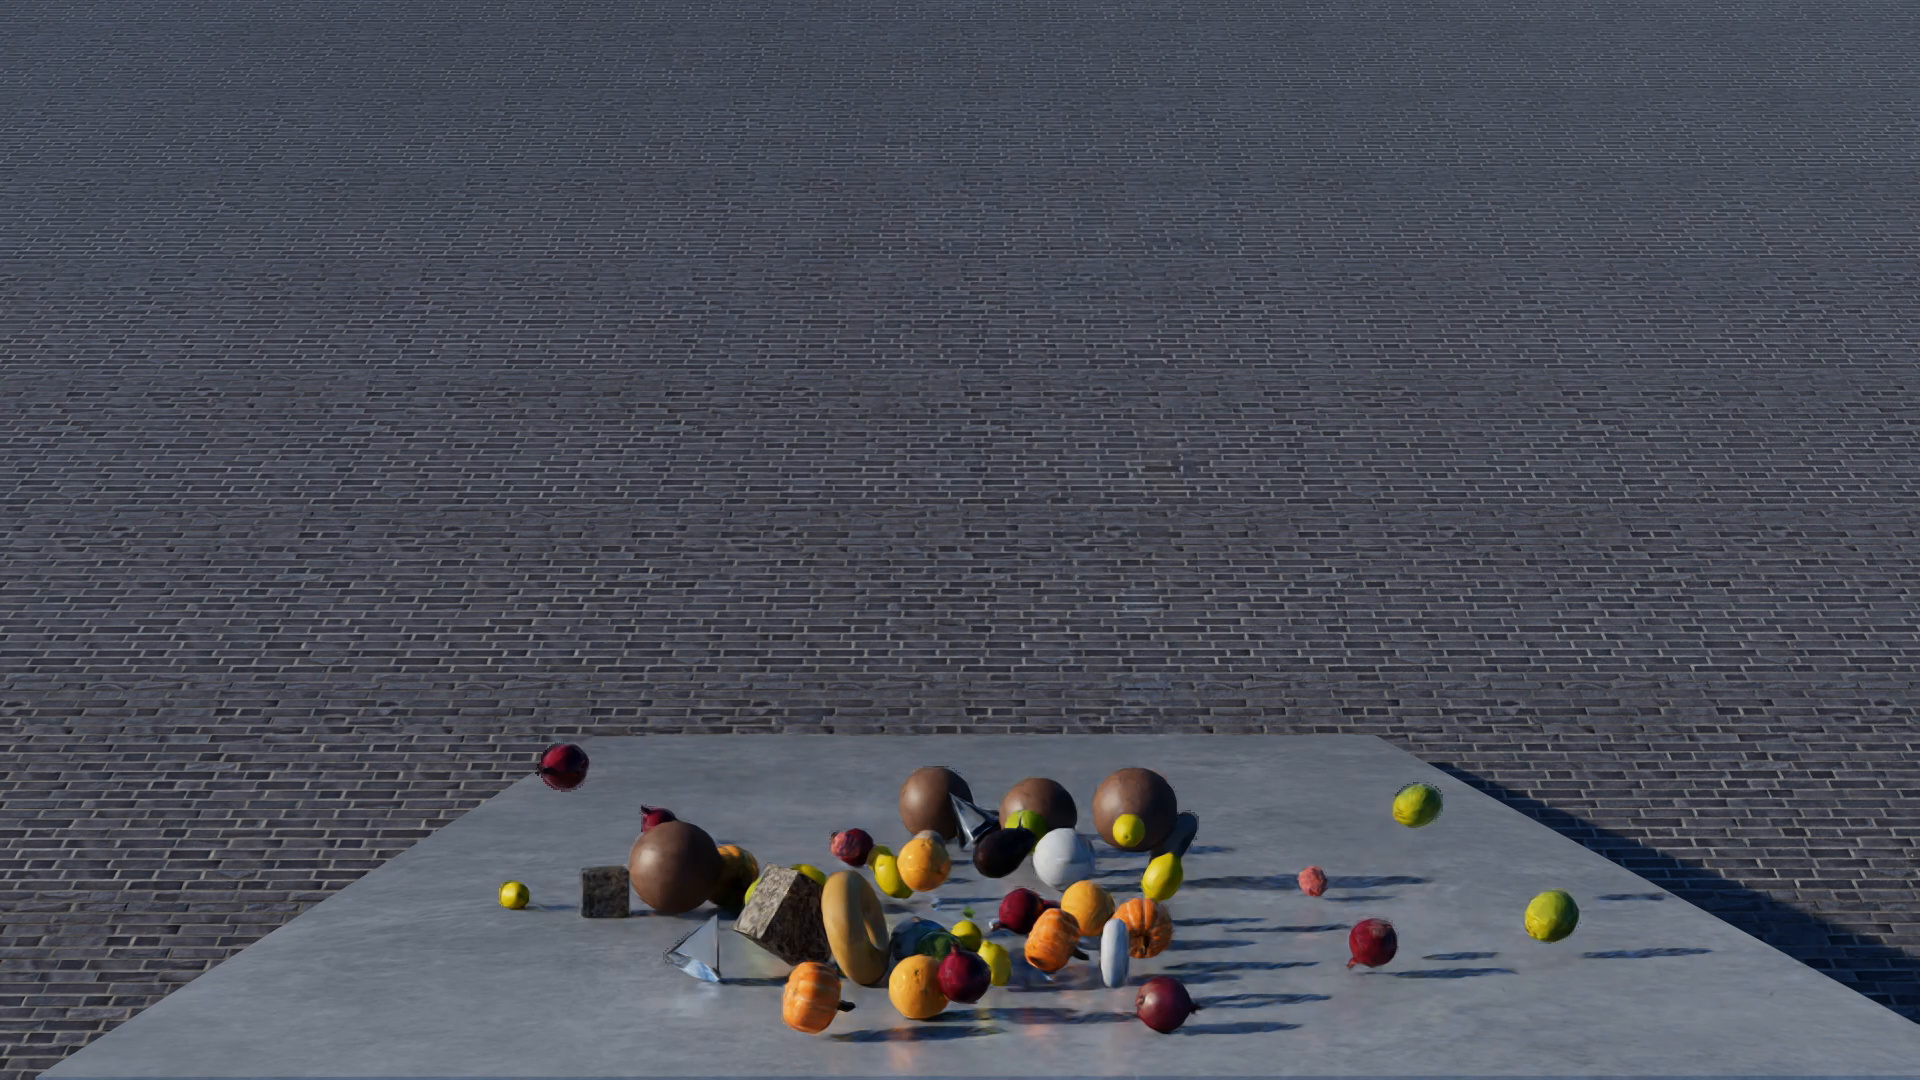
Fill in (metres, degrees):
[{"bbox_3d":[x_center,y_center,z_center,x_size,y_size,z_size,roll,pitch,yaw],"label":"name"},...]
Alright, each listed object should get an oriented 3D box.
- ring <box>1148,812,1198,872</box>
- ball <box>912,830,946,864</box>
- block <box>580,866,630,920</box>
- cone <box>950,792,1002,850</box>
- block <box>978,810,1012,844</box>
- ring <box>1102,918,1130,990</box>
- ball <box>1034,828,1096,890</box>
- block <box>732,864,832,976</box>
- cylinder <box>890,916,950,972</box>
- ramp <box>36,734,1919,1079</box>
[{"bbox_3d":[0.327,0.464,3.967,0.035,0.104,0.104,35,40,18],"label":"ring"},{"bbox_3d":[-0.051,0.497,4.187,0.056,0.056,0.056,0,28,0],"label":"ball"},{"bbox_3d":[-0.503,0.499,3.661,0.064,0.064,0.064,0,1,-13],"label":"block"},{"bbox_3d":[0.009,0.460,4.348,0.090,0.090,0.090,-28,77,-42],"label":"cone"},{"bbox_3d":[0.060,0.496,4.474,0.053,0.053,0.053,0,1,-7],"label":"block"},{"bbox_3d":[0.179,0.476,2.973,0.027,0.081,0.081,-1,28,8],"label":"ring"},{"bbox_3d":[0.158,0.481,3.895,0.094,0.094,0.094,0,28,0],"label":"ball"},{"bbox_3d":[-0.205,0.470,3.206,0.094,0.094,0.094,-60,23,-14],"label":"block"},{"bbox_3d":[-0.050,0.502,3.207,0.063,0.063,0.063,-8,-3,-14],"label":"cylinder"},{"bbox_3d":[0.064,0.571,4.612,2.000,0.100,4.000,0,1,0],"label":"ramp"}]
